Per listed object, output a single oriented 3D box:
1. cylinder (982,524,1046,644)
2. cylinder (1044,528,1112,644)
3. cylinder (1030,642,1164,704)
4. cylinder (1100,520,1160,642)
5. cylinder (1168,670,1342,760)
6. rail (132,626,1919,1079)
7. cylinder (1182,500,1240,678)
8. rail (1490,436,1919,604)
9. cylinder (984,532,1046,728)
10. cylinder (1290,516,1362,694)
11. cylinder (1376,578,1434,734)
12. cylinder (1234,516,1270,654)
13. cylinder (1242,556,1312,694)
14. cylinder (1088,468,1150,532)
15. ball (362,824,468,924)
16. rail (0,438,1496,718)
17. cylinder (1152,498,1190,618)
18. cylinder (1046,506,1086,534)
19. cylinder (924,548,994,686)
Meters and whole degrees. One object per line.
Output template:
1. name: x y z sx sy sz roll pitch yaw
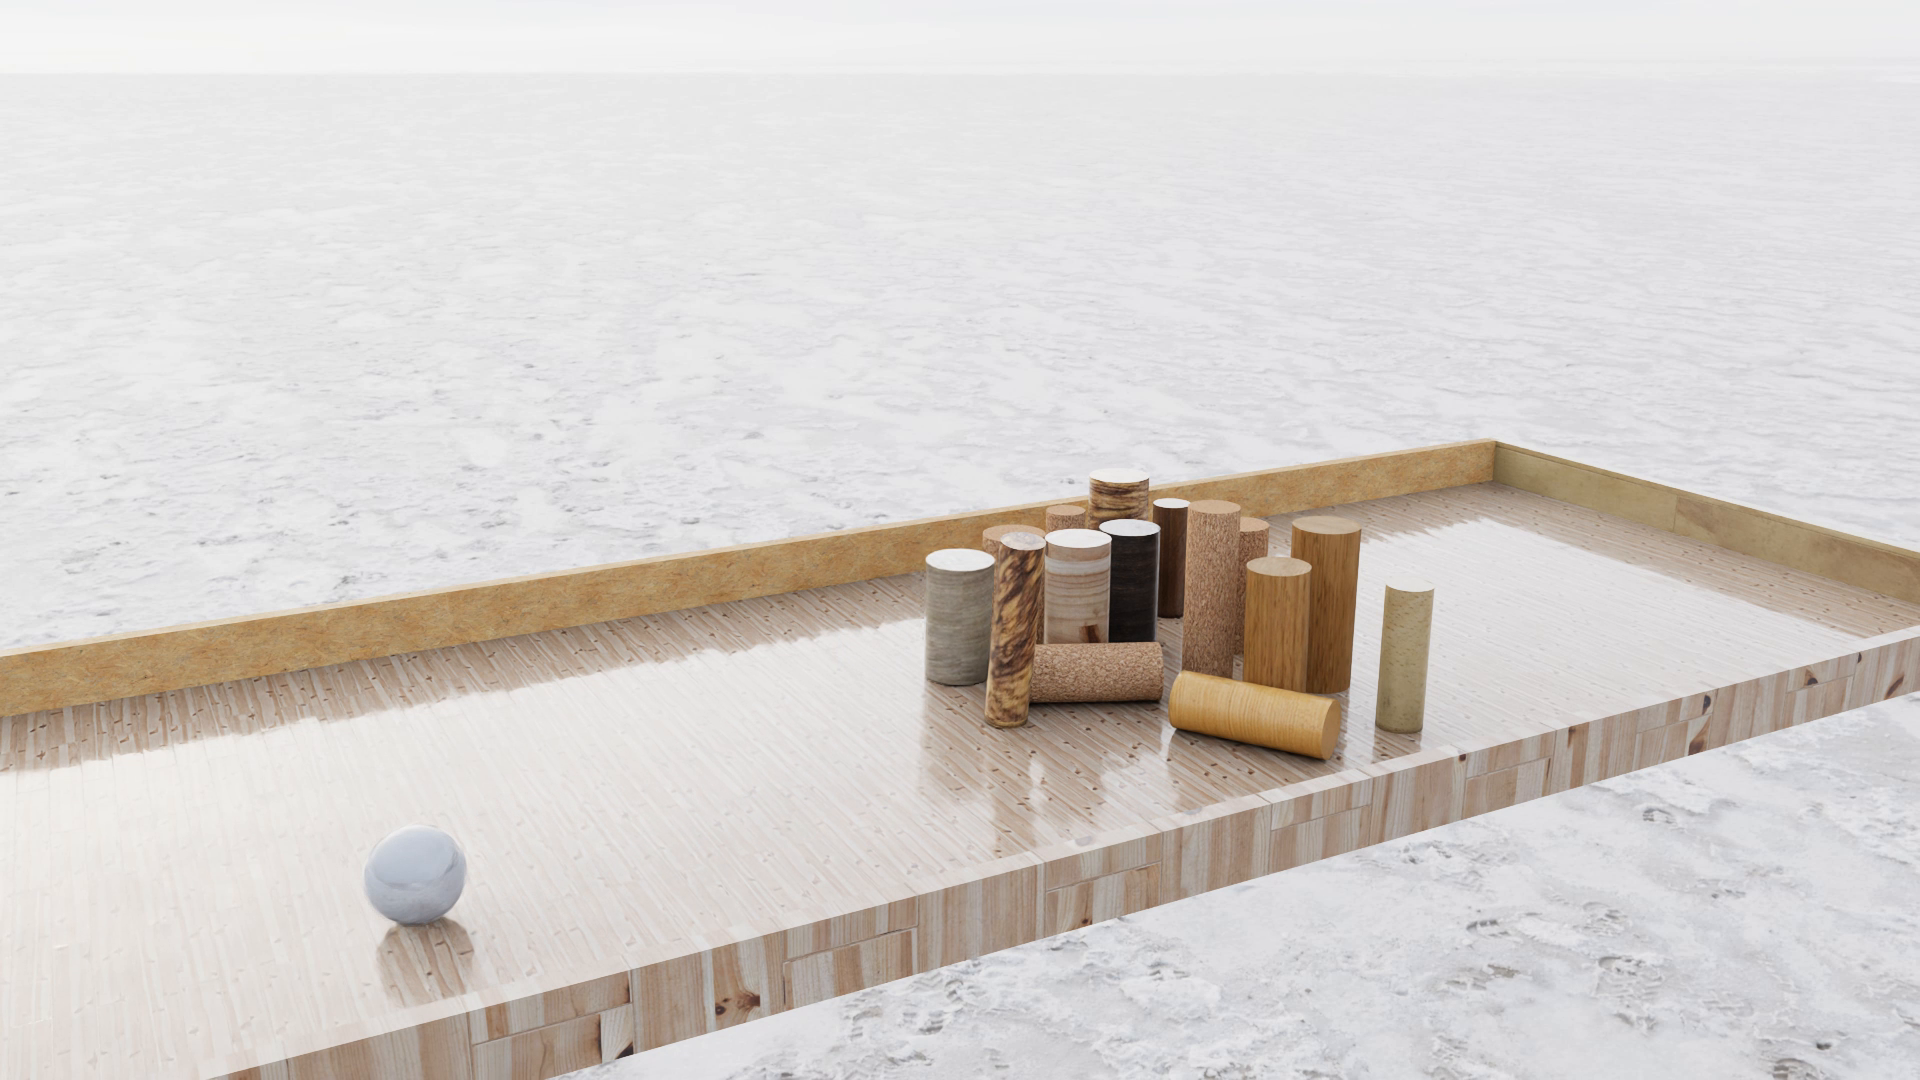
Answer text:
1. cylinder: 0.142 0.128 4.377 0.166 0.305 0.166 0 17 0
2. cylinder: 0.291 0.171 4.121 0.164 0.367 0.164 0 16 0
3. cylinder: 0.308 0.322 4.007 0.353 0.142 0.142 -1 16 -3
4. cylinder: 0.447 0.120 4.383 0.160 0.318 0.160 0 16 0
5. cylinder: 0.670 0.397 3.762 0.363 0.137 0.137 9 19 29
6. rail: -2.336 1.006 1.665 12.000 0.150 0.050 -9 18 -27
7. cylinder: 0.618 0.139 4.069 0.127 0.458 0.127 0 16 0
8. rail: 2.466 -0.048 5.253 0.050 0.150 2.100 -9 18 -27
9. cylinder: 0.125 0.211 3.810 0.103 0.456 0.103 4 23 -2
10. cylinder: 0.896 0.160 4.084 0.165 0.410 0.165 0 16 0
11. cylinder: 1.031 0.268 3.826 0.109 0.347 0.109 0 16 0
12. cylinder: 0.735 0.120 4.349 0.142 0.337 0.142 0 16 0
13. cylinder: 0.738 0.242 3.852 0.148 0.380 0.148 -1 17 0
14. cylinder: 0.463 -0.027 4.849 0.175 0.337 0.175 0 16 0
15. ball: -0.984 0.604 2.982 0.180 0.180 0.180 0 16 0
16. rail: -3.305 0.497 3.399 12.000 0.150 0.050 -9 18 -27
17. cylinder: 0.587 0.051 4.613 0.103 0.320 0.103 0 16 0
18. cylinder: 0.292 0.064 4.594 0.108 0.306 0.108 0 16 0
19. cylinder: -0.002 0.194 4.144 0.171 0.305 0.171 1 18 0
